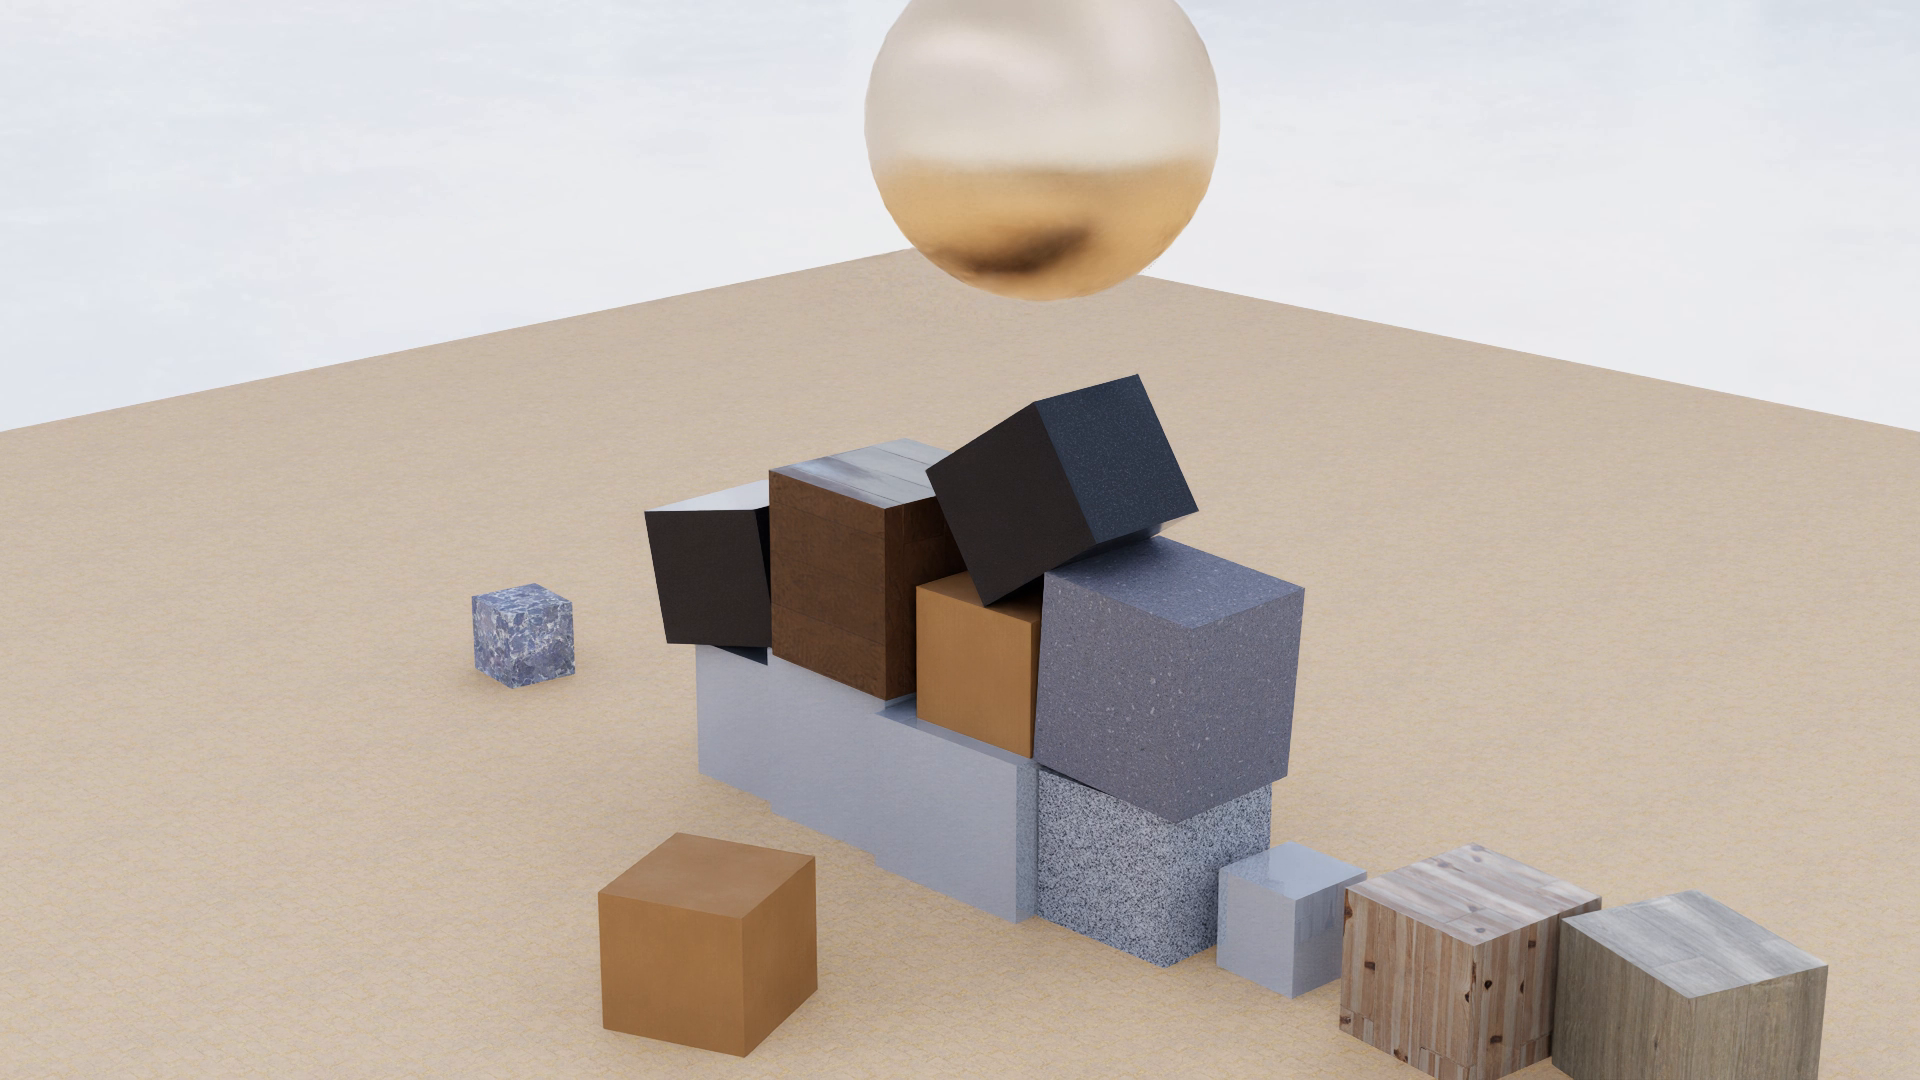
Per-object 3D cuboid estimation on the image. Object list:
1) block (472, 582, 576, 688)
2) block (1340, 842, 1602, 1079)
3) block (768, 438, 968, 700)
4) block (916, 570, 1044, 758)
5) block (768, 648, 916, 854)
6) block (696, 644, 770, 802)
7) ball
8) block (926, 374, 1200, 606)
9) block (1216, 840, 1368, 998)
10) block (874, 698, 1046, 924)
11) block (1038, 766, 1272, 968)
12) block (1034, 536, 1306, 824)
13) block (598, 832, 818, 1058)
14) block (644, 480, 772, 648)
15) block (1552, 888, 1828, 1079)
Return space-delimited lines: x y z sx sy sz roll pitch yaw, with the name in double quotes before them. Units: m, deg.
"block" -2.382 0.520 15.999 0.392 0.415 0.413 -13 21 -35
"block" 2.058 1.712 11.848 0.749 0.630 0.692 -13 22 -36
"block" -0.299 0.118 13.636 0.831 0.906 0.826 -15 23 -39
"block" 0.315 0.503 13.193 0.735 0.627 0.708 -17 24 -42
"block" -0.373 0.919 14.010 0.722 0.847 0.807 -17 24 -42
"block" -0.866 0.827 14.538 0.615 0.704 0.627 -17 24 -42
"ball" 0.369 -1.872 13.140 1.600 1.600 1.600 0 17 0
"block" 0.441 -0.216 12.800 0.667 0.658 0.781 -17 -9 -43
"block" 1.410 1.610 12.473 0.449 0.449 0.433 -15 23 -39
"block" 0.243 1.147 13.442 0.896 0.751 0.903 -17 24 -42
"block" 0.854 1.344 12.901 0.689 0.700 0.749 -17 24 -42
"block" 0.892 0.582 12.616 0.822 0.878 0.742 21 27 40
"block" -1.029 1.654 12.068 0.649 0.608 0.668 7 19 22
"block" -0.931 0.101 14.361 0.775 0.667 0.846 -17 11 -43
"block" 2.826 1.850 11.405 0.665 0.632 0.773 -8 19 -24
